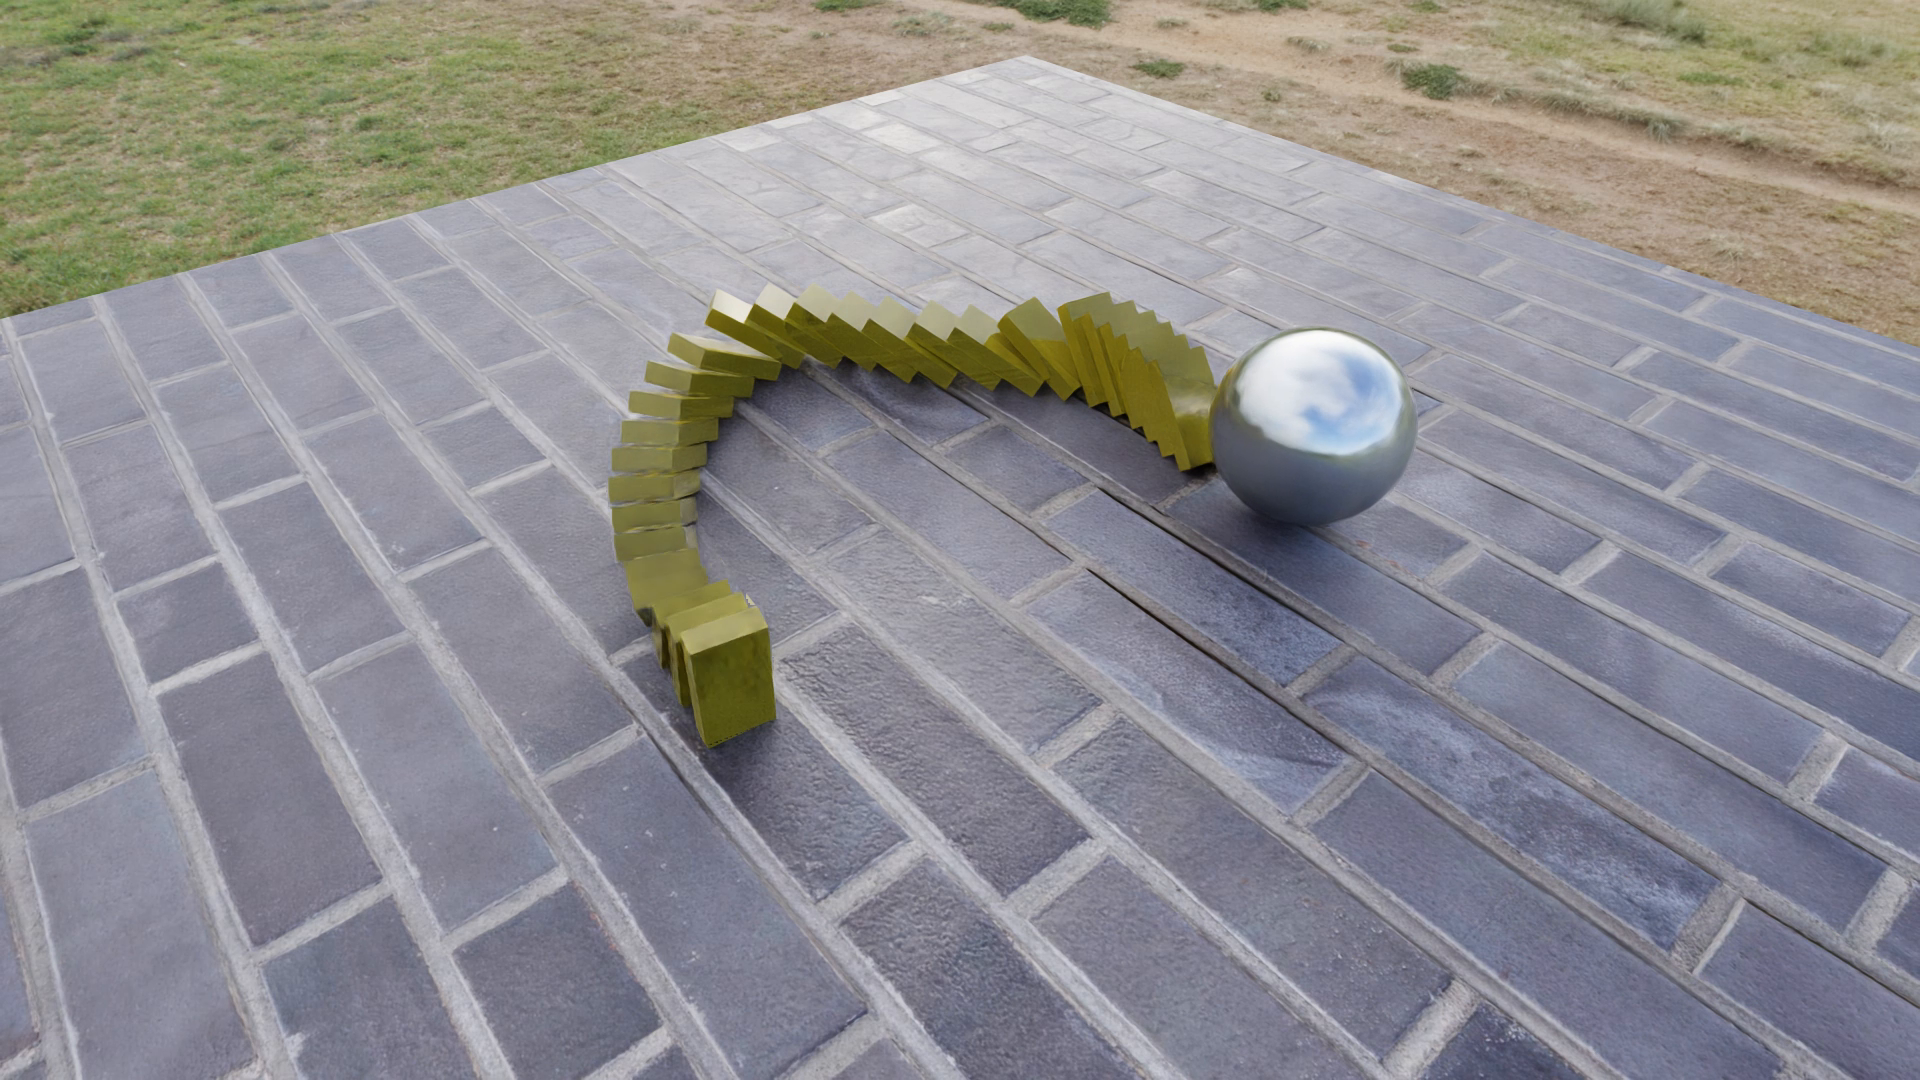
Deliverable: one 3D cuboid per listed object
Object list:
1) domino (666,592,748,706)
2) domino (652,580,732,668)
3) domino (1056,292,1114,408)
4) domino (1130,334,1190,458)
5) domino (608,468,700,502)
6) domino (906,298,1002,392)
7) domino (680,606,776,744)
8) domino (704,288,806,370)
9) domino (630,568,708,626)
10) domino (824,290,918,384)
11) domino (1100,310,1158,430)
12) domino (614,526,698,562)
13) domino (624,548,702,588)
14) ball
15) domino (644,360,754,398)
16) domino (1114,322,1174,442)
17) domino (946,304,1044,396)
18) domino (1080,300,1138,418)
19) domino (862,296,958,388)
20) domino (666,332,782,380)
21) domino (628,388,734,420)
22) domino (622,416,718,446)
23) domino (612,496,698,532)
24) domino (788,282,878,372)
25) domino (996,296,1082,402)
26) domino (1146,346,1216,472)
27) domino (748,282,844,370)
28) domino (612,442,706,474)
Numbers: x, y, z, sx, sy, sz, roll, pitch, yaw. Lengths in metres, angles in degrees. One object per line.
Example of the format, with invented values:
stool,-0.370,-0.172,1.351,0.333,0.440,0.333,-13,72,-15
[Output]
domino,-0.083,0.037,0.366,0.025,0.050,0.009,-19,64,-21
domino,-0.092,0.030,0.377,0.025,0.050,0.009,-18,75,-21
domino,0.067,-0.091,0.528,0.025,0.050,0.010,-19,2,-22
domino,0.096,-0.065,0.496,0.025,0.050,0.009,-19,2,-21
domino,-0.125,-0.023,0.452,0.025,0.010,0.050,-1,7,-2
domino,0.001,-0.096,0.543,0.050,0.010,0.025,32,42,-5
domino,-0.074,0.045,0.356,0.025,0.050,0.009,-19,52,-22
domino,-0.102,-0.106,0.551,0.050,0.009,0.025,25,29,-21
domino,-0.101,0.021,0.391,0.025,0.050,0.009,-11,82,-13
domino,-0.040,-0.101,0.549,0.050,0.010,0.025,34,42,-7
domino,0.085,-0.080,0.513,0.025,0.050,0.009,-19,2,-22
domino,-0.115,0.001,0.420,0.025,0.009,0.050,-7,2,-9
domino,-0.108,0.012,0.405,0.025,0.010,0.050,-11,-2,-13
ball,0.141,-0.046,0.444,0.080,0.080,0.080,0,39,0
domino,-0.121,-0.075,0.516,0.025,0.009,0.050,18,12,20
domino,0.091,-0.073,0.505,0.025,0.050,0.010,-19,2,-21
domino,0.020,-0.093,0.539,0.050,0.010,0.025,33,42,-6
domino,0.077,-0.086,0.521,0.025,0.050,0.009,-19,2,-22
domino,-0.022,-0.098,0.544,0.050,0.010,0.025,34,42,-7
domino,-0.113,-0.089,0.532,0.025,0.010,0.050,30,17,31
domino,-0.126,-0.062,0.501,0.025,0.009,0.050,11,11,13
domino,-0.127,-0.048,0.484,0.025,0.010,0.050,5,10,6
domino,-0.120,-0.011,0.435,0.025,0.010,0.050,-5,5,-6
domino,-0.060,-0.107,0.555,0.050,0.010,0.025,34,39,-7
domino,0.044,-0.094,0.537,0.050,0.010,0.025,49,51,5
domino,0.103,-0.058,0.487,0.025,0.050,0.009,-19,2,-21
domino,-0.080,-0.108,0.556,0.050,0.010,0.025,30,36,-12
domino,-0.127,-0.036,0.468,0.025,0.009,0.050,2,8,2
